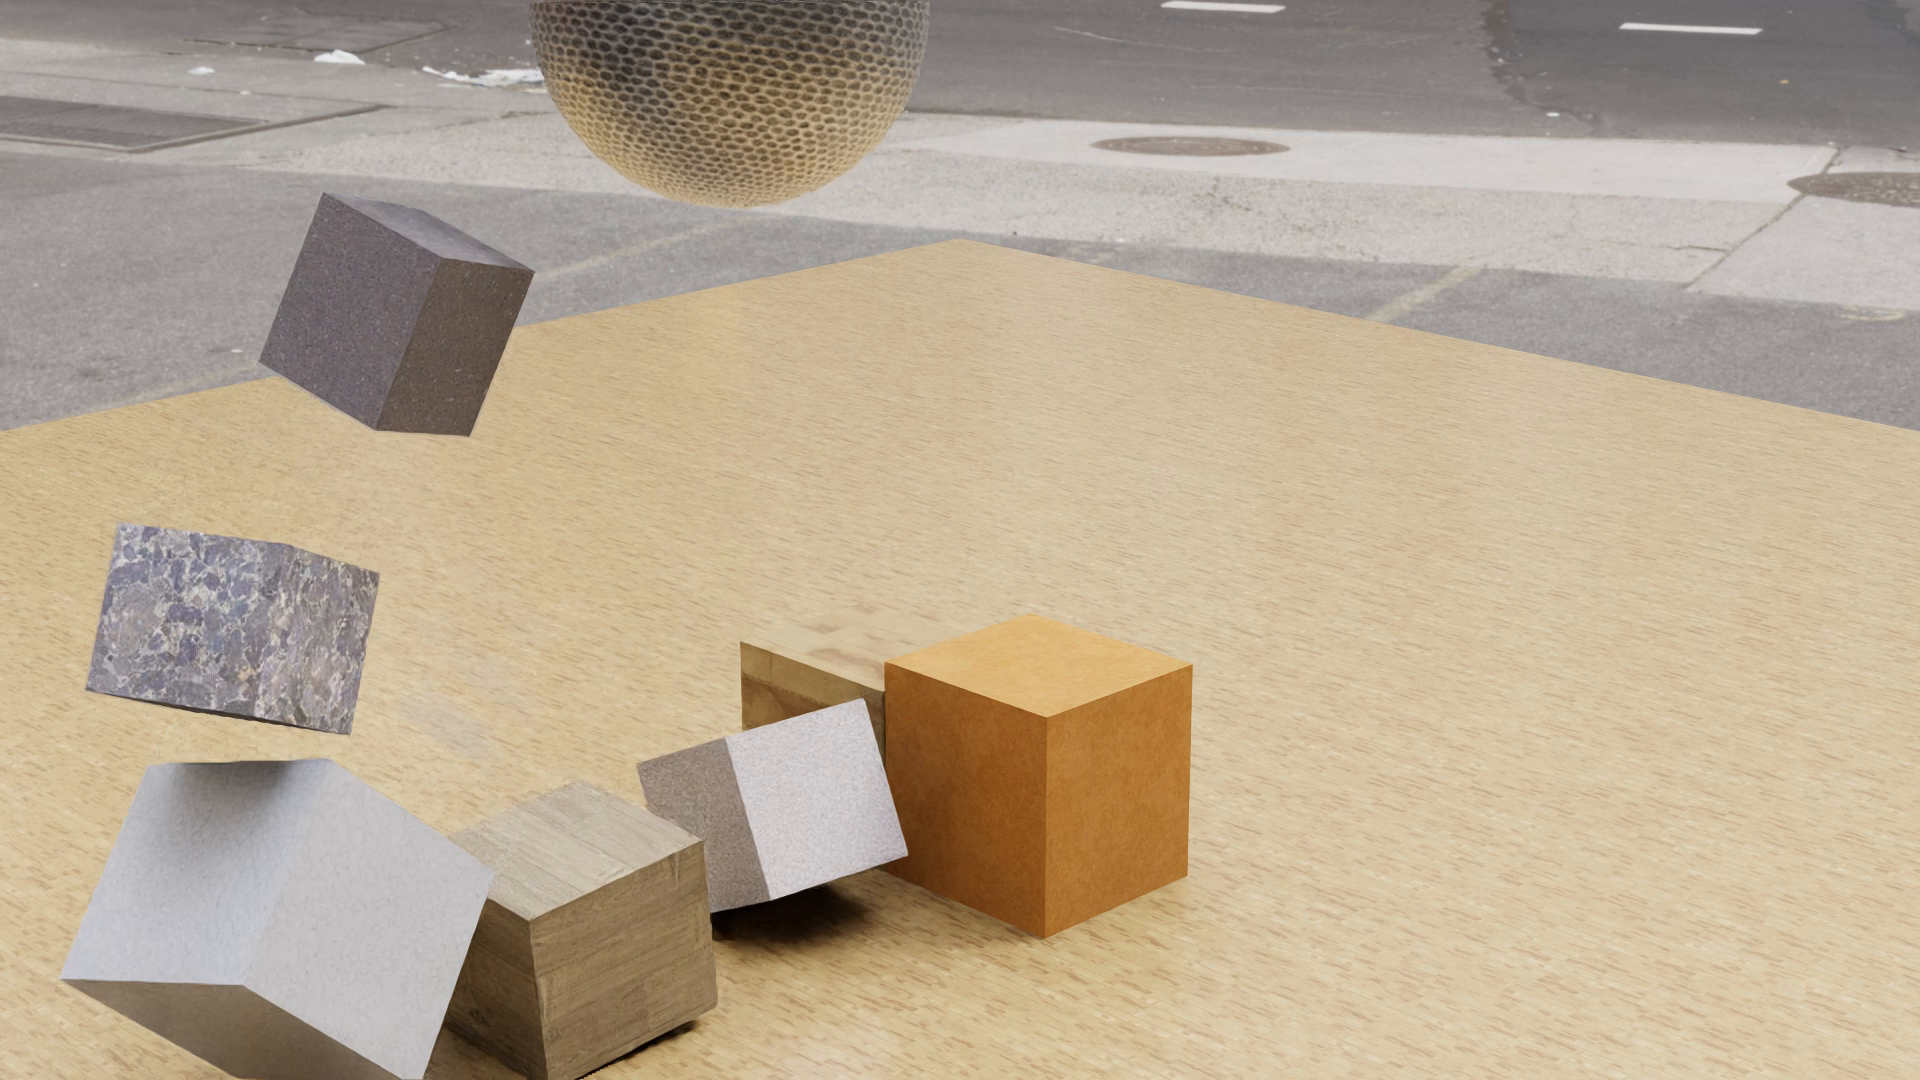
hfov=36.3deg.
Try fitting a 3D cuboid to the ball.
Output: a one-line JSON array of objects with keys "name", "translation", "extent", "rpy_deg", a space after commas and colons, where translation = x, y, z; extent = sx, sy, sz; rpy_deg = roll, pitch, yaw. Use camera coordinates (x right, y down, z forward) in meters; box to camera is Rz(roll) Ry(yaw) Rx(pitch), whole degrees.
[{"name": "ball", "translation": [-0.917, -2.125, 11.712], "extent": [1.600, 1.600, 1.600], "rpy_deg": [0, 17, 0]}]

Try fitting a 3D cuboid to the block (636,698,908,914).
[{"name": "block", "translation": [-0.832, 1.187, 12.928], "extent": [0.744, 0.717, 0.776], "rpy_deg": [-14, -4, -37]}]

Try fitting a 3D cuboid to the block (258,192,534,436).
[{"name": "block", "translation": [-2.119, -0.844, 11.047], "extent": [0.608, 0.691, 0.575], "rpy_deg": [29, 13, 25]}]

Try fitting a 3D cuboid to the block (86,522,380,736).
[{"name": "block", "translation": [-2.685, 0.337, 10.879], "extent": [0.710, 0.623, 0.683], "rpy_deg": [7, -7, 19]}]

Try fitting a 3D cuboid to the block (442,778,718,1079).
[{"name": "block", "translation": [-1.595, 1.577, 11.865], "extent": [0.851, 0.770, 0.815], "rpy_deg": [-22, 29, -38]}]

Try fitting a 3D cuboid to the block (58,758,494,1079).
[{"name": "block", "translation": [-2.574, 1.456, 11.118], "extent": [1.015, 0.955, 0.893], "rpy_deg": [-4, 57, 35]}]

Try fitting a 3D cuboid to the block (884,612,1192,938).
[{"name": "block", "translation": [0.352, 1.042, 13.309], "extent": [0.951, 1.031, 1.003], "rpy_deg": [-17, 24, -42]}]

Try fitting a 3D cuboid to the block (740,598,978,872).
[{"name": "block", "translation": [-0.372, 0.906, 13.987], "extent": [0.916, 0.885, 0.974], "rpy_deg": [-17, 24, -42]}]
